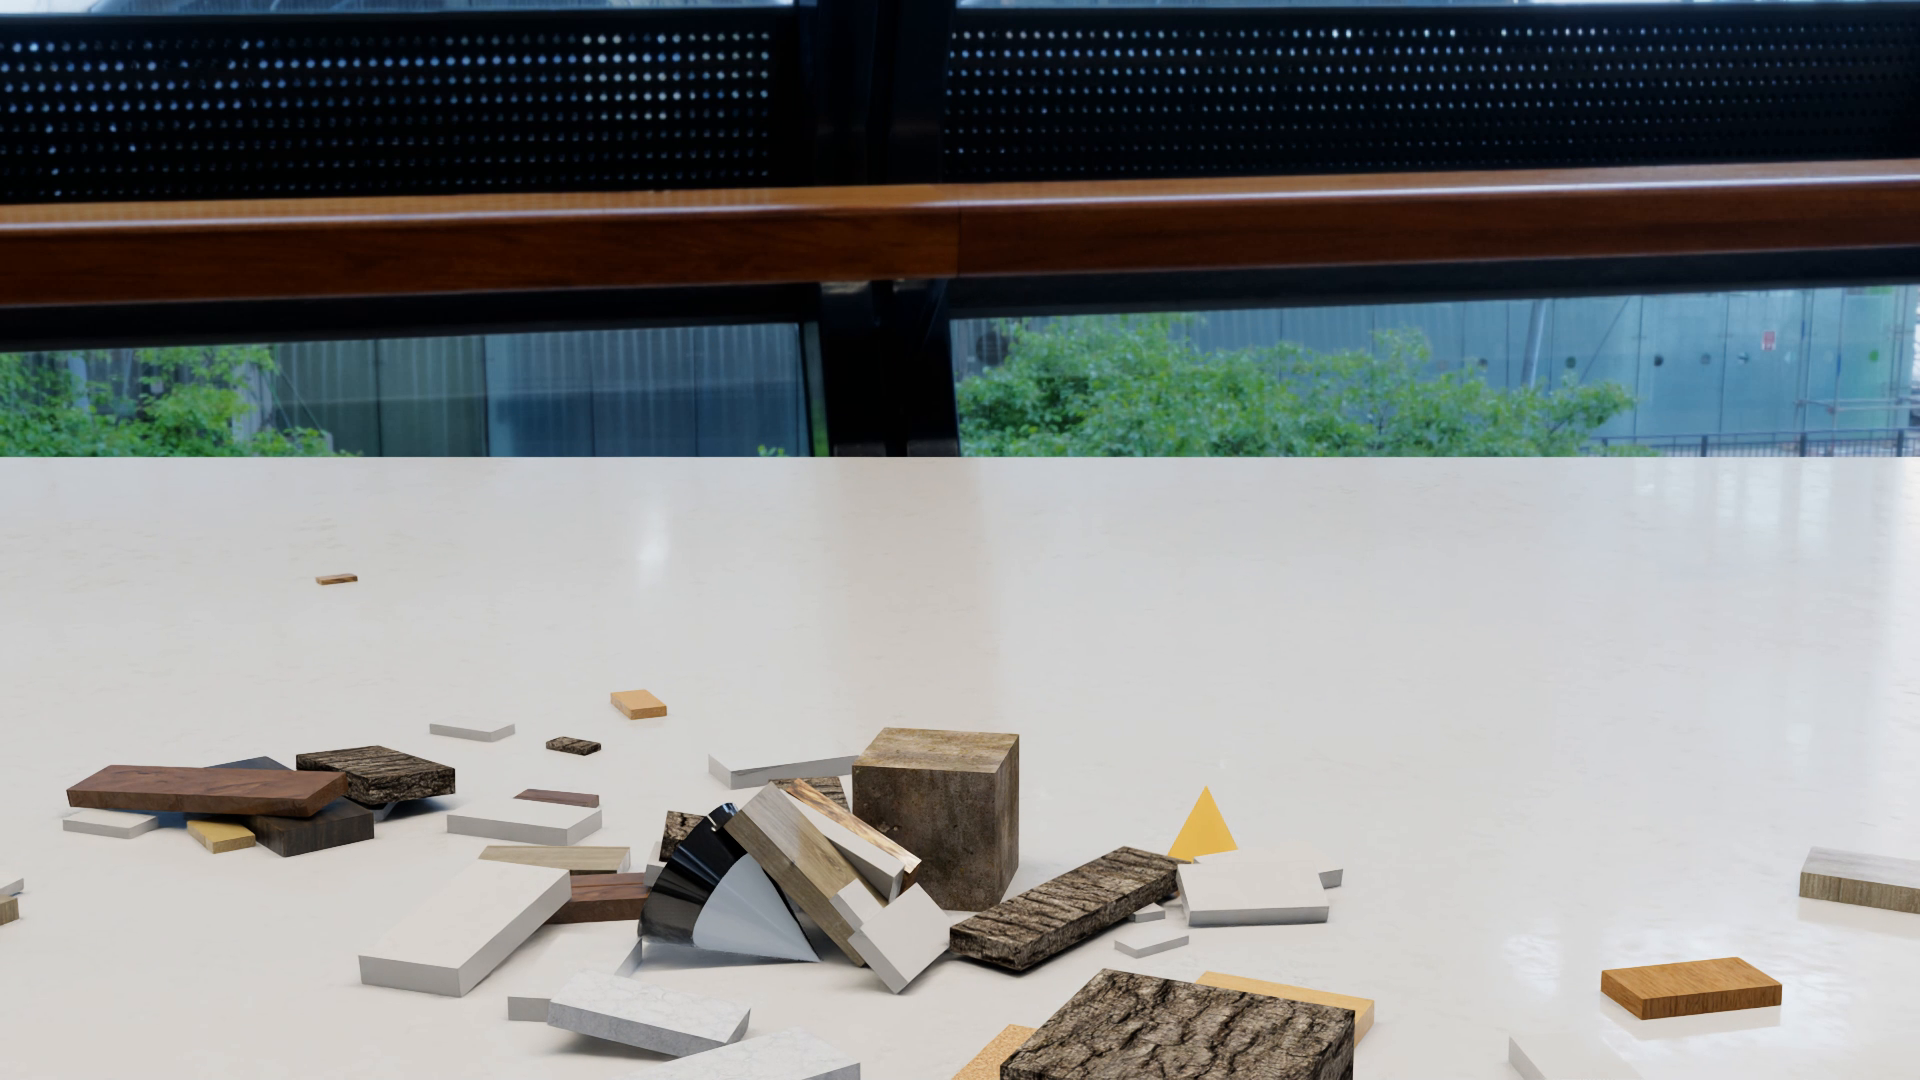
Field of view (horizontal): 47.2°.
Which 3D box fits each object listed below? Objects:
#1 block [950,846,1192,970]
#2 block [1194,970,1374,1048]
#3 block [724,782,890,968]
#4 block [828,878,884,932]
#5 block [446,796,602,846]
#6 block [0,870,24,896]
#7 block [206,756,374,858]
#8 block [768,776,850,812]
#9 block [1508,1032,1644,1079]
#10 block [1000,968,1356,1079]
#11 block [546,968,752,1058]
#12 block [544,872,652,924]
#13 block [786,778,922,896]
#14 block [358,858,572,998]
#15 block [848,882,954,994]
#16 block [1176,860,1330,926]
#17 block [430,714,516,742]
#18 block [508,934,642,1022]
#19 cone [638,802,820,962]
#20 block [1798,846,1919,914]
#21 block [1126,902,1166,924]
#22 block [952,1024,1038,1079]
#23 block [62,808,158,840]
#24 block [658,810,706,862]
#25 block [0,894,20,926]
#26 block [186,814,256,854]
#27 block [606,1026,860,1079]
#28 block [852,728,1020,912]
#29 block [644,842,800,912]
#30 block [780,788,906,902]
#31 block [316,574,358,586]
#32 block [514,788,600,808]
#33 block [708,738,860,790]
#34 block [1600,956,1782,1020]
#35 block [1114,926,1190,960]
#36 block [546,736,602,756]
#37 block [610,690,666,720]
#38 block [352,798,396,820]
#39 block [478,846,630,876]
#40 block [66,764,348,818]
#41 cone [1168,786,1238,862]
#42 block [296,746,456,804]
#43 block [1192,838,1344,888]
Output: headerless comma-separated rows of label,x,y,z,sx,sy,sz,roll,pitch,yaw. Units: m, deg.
block,0.185,0.583,3.520,0.134,0.038,0.487,8,13,37
block,0.448,0.672,3.129,0.253,0.036,0.126,5,12,26
block,-0.226,0.516,3.414,0.299,0.042,0.149,46,17,2
block,-0.130,0.588,3.352,0.148,0.021,0.074,48,22,8
block,-0.791,0.511,3.999,0.248,0.035,0.124,4,11,20
block,-1.646,0.566,3.665,0.150,0.021,0.075,13,20,22
block,-1.271,0.490,4.078,0.170,0.048,0.477,-9,14,-39
block,-0.278,0.497,4.068,0.134,0.038,0.268,-2,11,-8
block,0.826,0.716,2.890,0.126,0.036,0.253,-1,11,-6
block,0.239,0.678,2.380,0.298,0.298,0.298,5,12,24
block,-0.432,0.663,3.065,0.253,0.036,0.126,11,12,8
block,-0.573,0.585,3.599,0.255,0.036,0.127,-2,11,-9
block,-0.184,0.498,3.553,0.244,0.122,0.035,32,44,15
block,-0.759,0.595,3.399,0.170,0.048,0.339,4,18,18
block,-0.081,0.603,3.339,0.108,0.030,0.215,47,23,8
block,0.473,0.572,3.569,0.227,0.032,0.113,-1,32,-6
block,-1.029,0.398,4.642,0.161,0.023,0.081,5,12,26
block,-0.567,0.648,3.259,0.127,0.036,0.255,1,11,7
cone,-0.318,0.582,3.397,0.255,0.255,0.255,31,20,15
block,1.579,0.573,3.641,0.337,0.043,0.152,5,12,27
block,0.285,0.597,3.588,0.054,0.015,0.107,-5,11,-23
block,0.075,0.709,2.942,0.108,0.030,0.215,5,11,24
block,-1.548,0.516,4.007,0.150,0.021,0.075,4,11,20
block,-0.346,0.515,3.667,0.299,0.042,0.149,10,9,-6
block,-1.658,0.593,3.554,0.248,0.035,0.124,6,12,28
block,-1.327,0.527,3.949,0.075,0.021,0.150,-7,13,-35
block,-0.298,0.715,2.877,0.303,0.043,0.152,-8,13,-36
block,-0.037,0.465,3.691,0.237,0.237,0.237,2,11,11
block,-0.387,0.554,3.630,0.255,0.036,0.127,10,9,-3
block,-0.206,0.509,3.527,0.244,0.122,0.035,28,43,18
block,-1.760,0.111,6.211,0.104,0.015,0.052,-7,13,-34
block,-0.762,0.493,4.132,0.148,0.021,0.074,3,11,16
block,-0.349,0.443,4.357,0.268,0.038,0.134,-5,12,-25
block,1.071,0.656,3.224,0.227,0.032,0.113,-3,11,-14
block,0.299,0.627,3.429,0.107,0.015,0.054,-8,13,-35
block,-0.795,0.424,4.525,0.104,0.015,0.052,6,12,30
block,-0.708,0.361,4.838,0.081,0.023,0.161,-5,12,-24
block,-1.103,0.494,4.127,0.074,0.021,0.148,0,11,-1
block,-0.696,0.558,3.746,0.248,0.035,0.124,0,11,2
block,-1.384,0.459,4.037,0.533,0.035,0.122,-1,17,20
cone,0.422,0.493,3.782,0.149,0.149,0.149,0,11,0
block,-1.119,0.446,4.200,0.170,0.048,0.339,-4,5,-39
block,0.517,0.558,3.702,0.227,0.032,0.113,-5,22,-25
